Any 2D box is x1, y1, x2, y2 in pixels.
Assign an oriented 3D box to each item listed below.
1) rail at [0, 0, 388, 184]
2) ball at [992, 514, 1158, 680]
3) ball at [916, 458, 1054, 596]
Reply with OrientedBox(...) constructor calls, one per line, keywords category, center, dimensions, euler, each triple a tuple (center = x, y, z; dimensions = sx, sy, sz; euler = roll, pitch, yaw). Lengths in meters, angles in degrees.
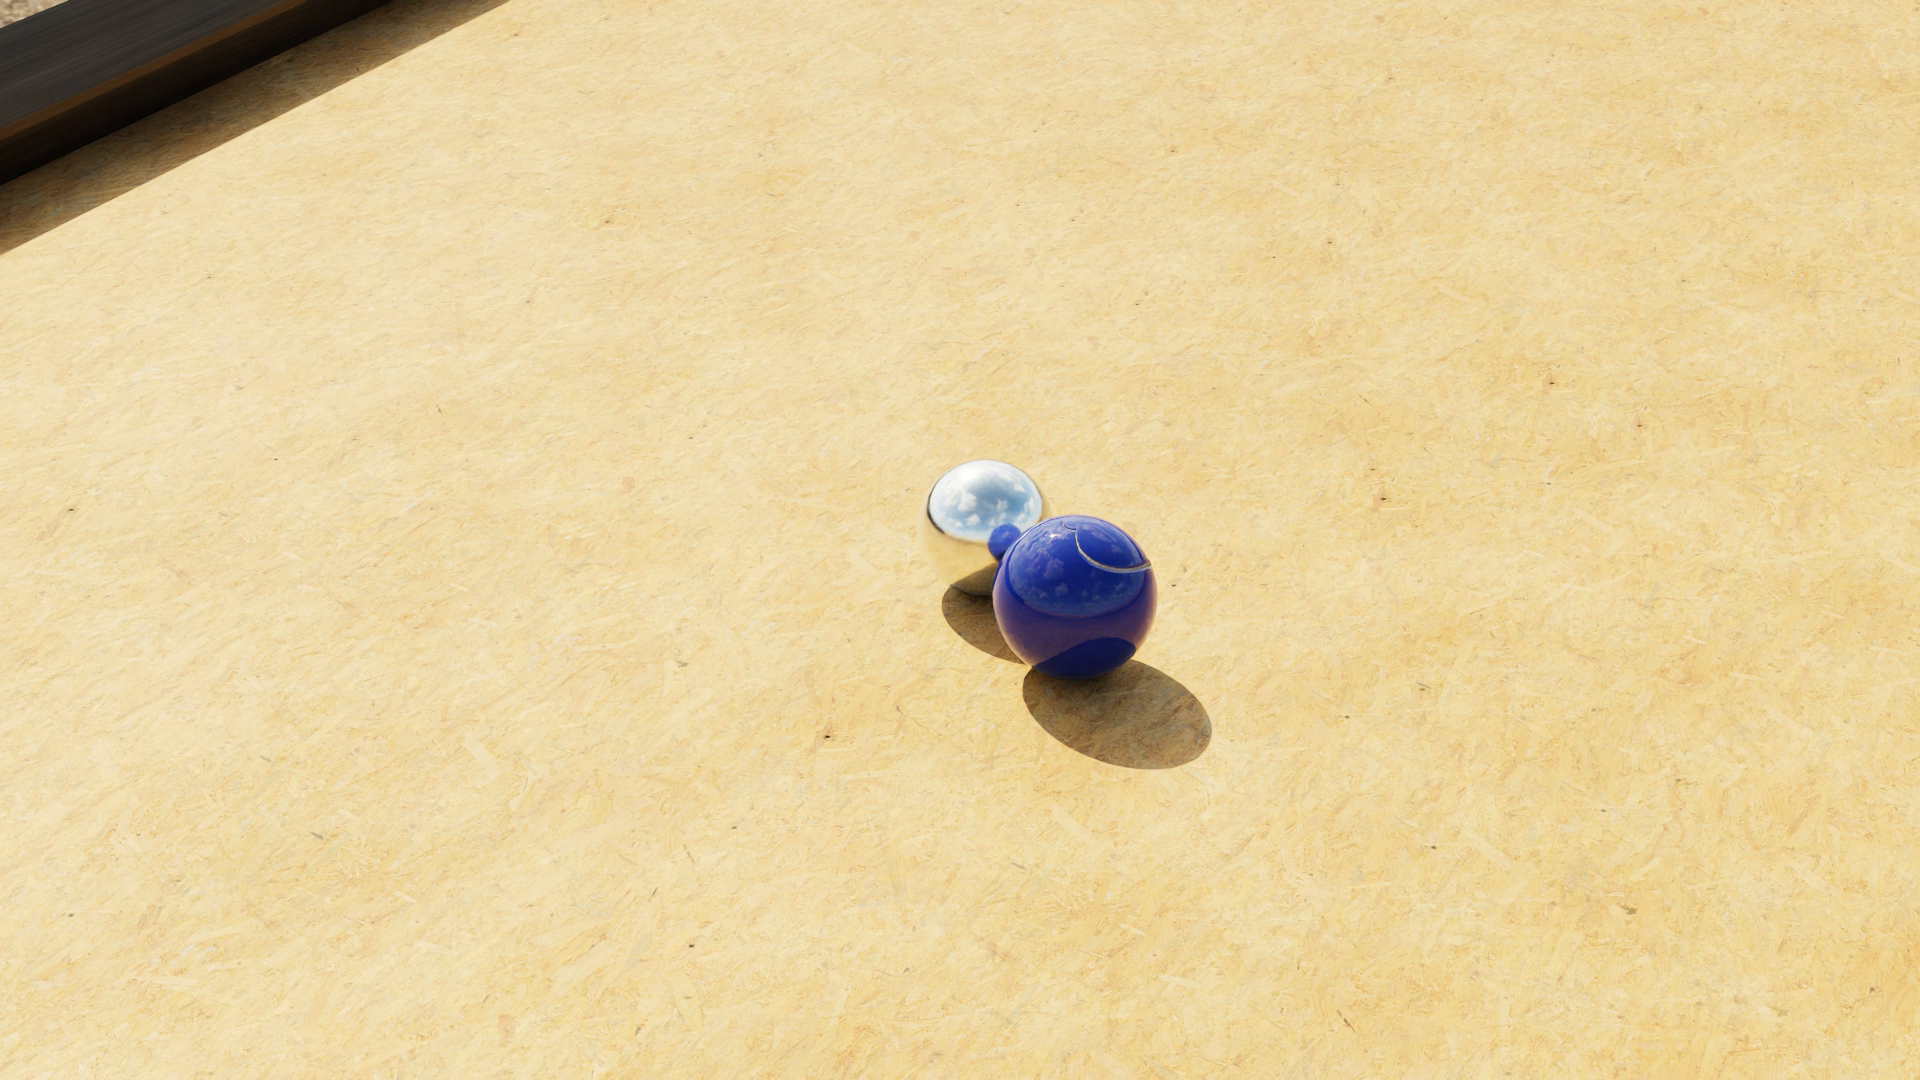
OrientedBox(category="rail", center=(-0.489, -0.591, 2.810), dimensions=(0.045, 0.120, 3.689), euler=(12, 30, 22))
OrientedBox(category="ball", center=(0.064, 0.032, 1.639), dimensions=(0.093, 0.093, 0.093), euler=(0, 27, 0))
OrientedBox(category="ball", center=(0.015, -0.008, 1.727), dimensions=(0.081, 0.081, 0.081), euler=(0, 27, 0))
